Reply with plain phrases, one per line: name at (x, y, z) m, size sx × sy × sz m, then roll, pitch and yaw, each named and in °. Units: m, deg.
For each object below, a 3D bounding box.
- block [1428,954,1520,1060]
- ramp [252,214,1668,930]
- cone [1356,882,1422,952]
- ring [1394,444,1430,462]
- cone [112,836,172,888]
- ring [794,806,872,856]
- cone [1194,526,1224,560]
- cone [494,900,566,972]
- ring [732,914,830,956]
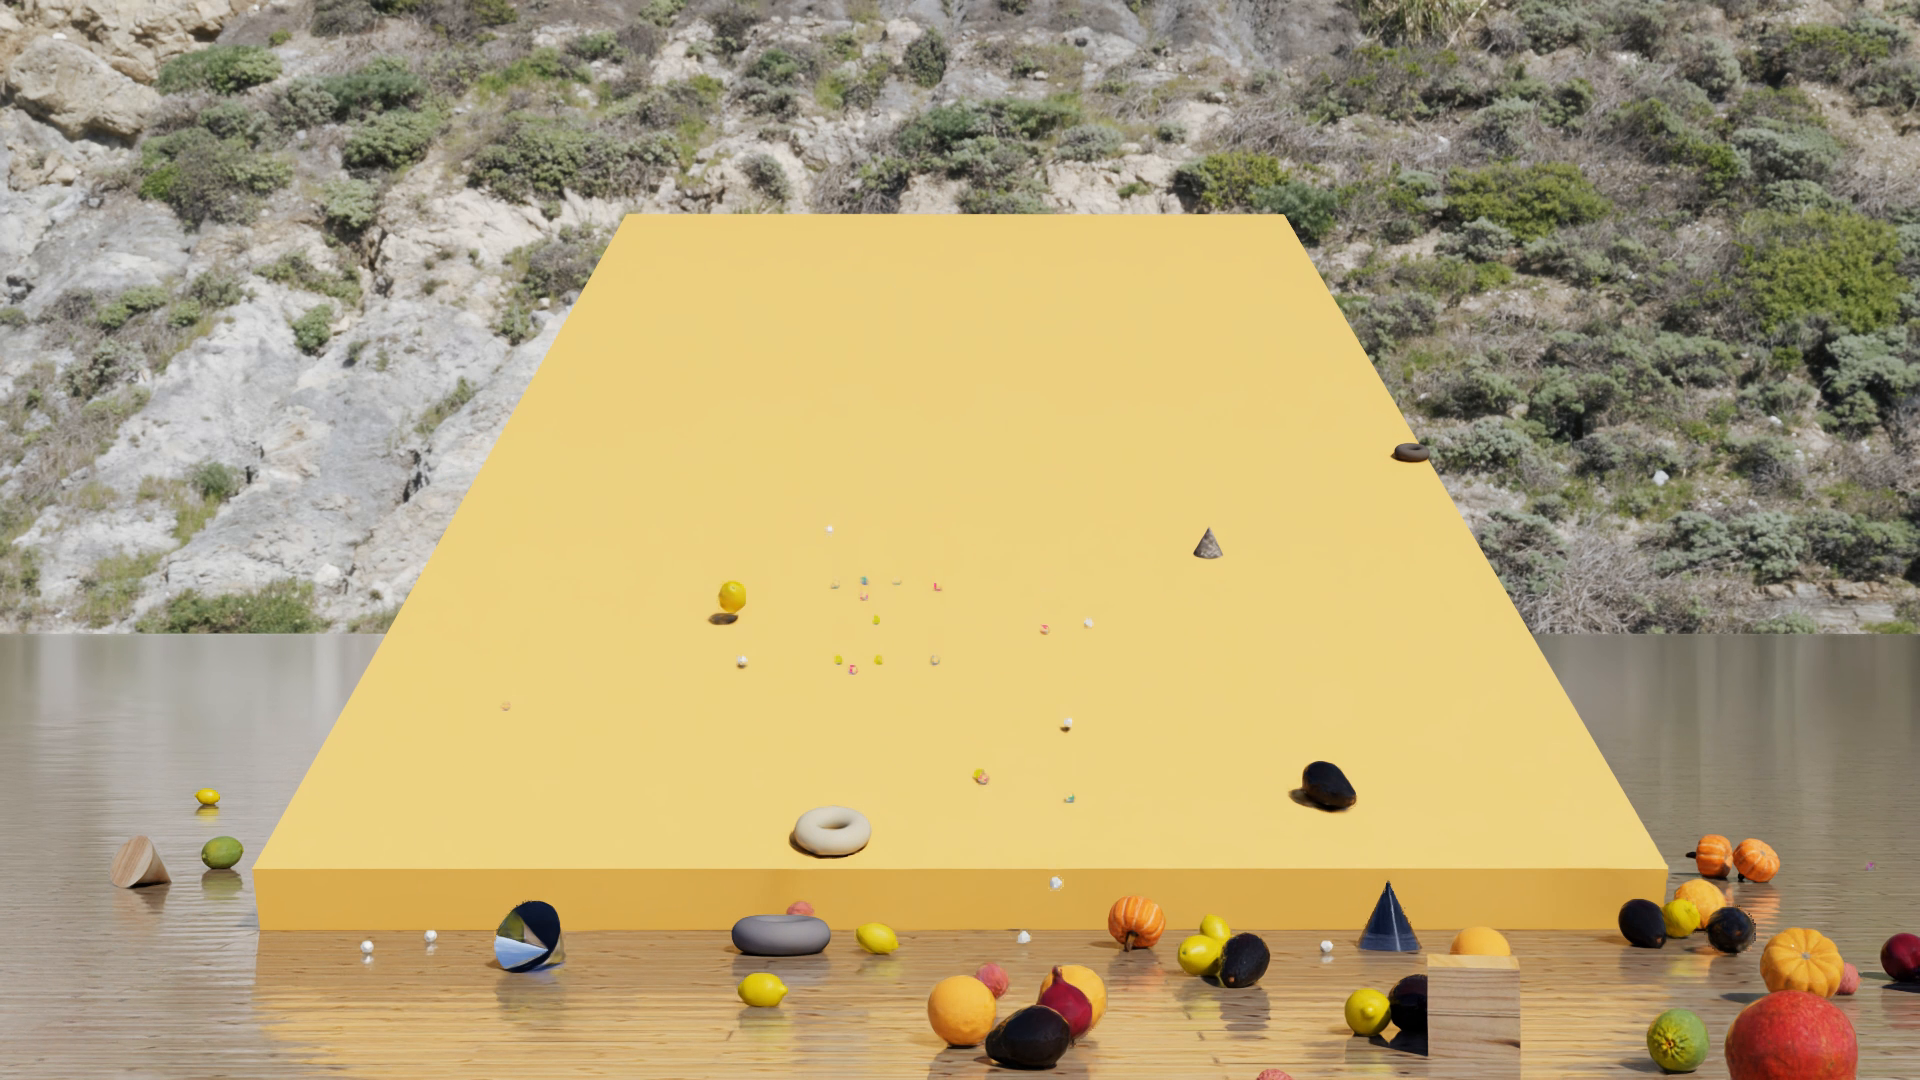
block at (0.525, 0.476, 2.338) m, size 0.090 × 0.090 × 0.090 m, roll 0°, pitch -2°, yaw 11°
ramp at (-0.006, -0.217, 5.110) m, size 2.000 × 0.100 × 4.000 m, roll 0°, pitch 21°, yaw 0°
cone at (0.580, 0.506, 3.095) m, size 0.089 × 0.089 × 0.089 m, roll 0°, pitch -2°, yaw 0°
ring at (0.962, -0.187, 4.866) m, size 0.075 × 0.025 × 0.075 m, roll 1°, pitch 20°, yaw 0°
cone at (-1.359, 0.559, 3.847) m, size 0.092 × 0.092 × 0.092 m, roll -1°, pitch -29°, yaw 32°
ring at (-0.183, 0.419, 3.294) m, size 0.112 × 0.037 × 0.112 m, roll 1°, pitch 20°, yaw 0°
cone at (0.472, 0.000, 4.341) m, size 0.057 × 0.057 × 0.057 m, roll 0°, pitch 21°, yaw 0°
cone at (-0.527, 0.522, 2.920) m, size 0.095 × 0.095 × 0.095 m, roll -1°, pitch -29°, yaw 25°
ring at (-0.239, 0.527, 3.054) m, size 0.133 × 0.044 × 0.133 m, roll 1°, pitch -3°, yaw 0°
